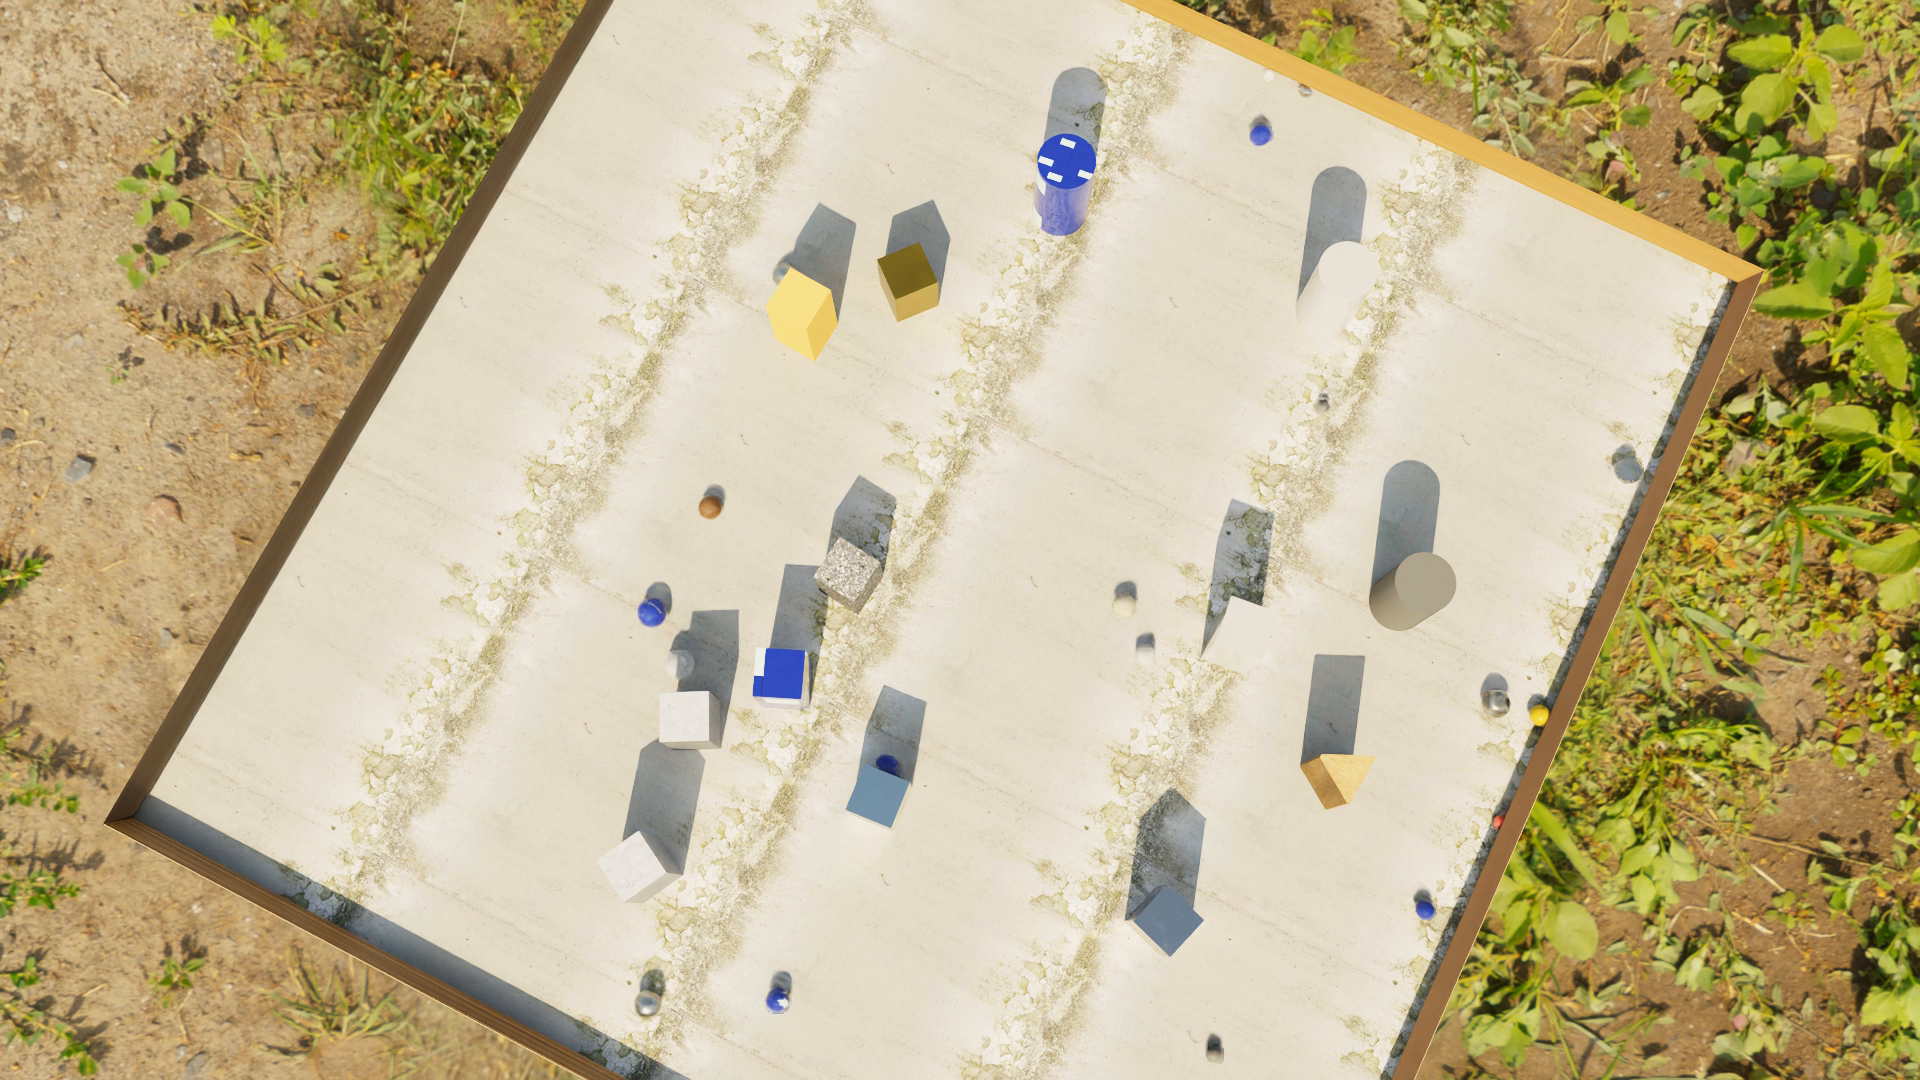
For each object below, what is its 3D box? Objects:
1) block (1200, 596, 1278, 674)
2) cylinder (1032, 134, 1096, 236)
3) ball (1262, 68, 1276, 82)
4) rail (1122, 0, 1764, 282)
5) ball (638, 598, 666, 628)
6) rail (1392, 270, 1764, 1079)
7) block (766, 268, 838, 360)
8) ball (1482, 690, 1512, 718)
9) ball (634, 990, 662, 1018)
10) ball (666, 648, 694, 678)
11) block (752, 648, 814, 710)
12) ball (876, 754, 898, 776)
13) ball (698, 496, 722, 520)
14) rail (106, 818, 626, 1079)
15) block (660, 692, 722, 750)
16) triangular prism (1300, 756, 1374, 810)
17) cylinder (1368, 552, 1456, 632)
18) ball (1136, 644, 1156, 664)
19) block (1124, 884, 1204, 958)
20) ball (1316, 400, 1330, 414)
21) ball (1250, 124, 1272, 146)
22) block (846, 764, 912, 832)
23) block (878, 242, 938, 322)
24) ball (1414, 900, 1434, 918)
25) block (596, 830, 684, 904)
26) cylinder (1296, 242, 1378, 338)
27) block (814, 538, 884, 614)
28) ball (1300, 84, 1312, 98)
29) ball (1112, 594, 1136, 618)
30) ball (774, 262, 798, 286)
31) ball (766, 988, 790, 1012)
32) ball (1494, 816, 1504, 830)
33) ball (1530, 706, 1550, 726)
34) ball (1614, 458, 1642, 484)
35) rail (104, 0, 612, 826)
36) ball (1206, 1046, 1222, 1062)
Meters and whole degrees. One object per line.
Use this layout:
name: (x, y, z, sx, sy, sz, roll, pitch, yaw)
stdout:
block: (0.817, 0.283, 5.380, 0.141, 0.348, 0.141, 20, 79, 4)
cylinder: (0.318, -1.089, 5.645, 0.176, 0.384, 0.176, 0, 78, 0)
ball: (0.994, -1.501, 5.904, 0.042, 0.042, 0.042, 0, 78, 0)
rail: (0.828, -1.615, 5.890, 3.701, 0.115, 0.045, 26, 80, 5)
ball: (-0.929, 0.221, 5.525, 0.088, 0.088, 0.088, 0, 78, 0)
rail: (1.634, 0.806, 5.390, 0.045, 0.115, 3.749, 26, 80, 5)
block: (-0.480, -0.685, 5.594, 0.141, 0.320, 0.141, 30, 80, 6)
ball: (1.602, 0.490, 5.472, 0.084, 0.084, 0.084, 0, 78, 0)
ball: (-0.904, 1.341, 5.299, 0.079, 0.079, 0.079, 0, 78, 0)
ball: (-0.840, 0.369, 5.495, 0.087, 0.087, 0.087, 0, 78, 0)
block: (-0.519, 0.411, 5.386, 0.141, 0.285, 0.141, 4, 78, 1)
ball: (-0.215, 0.671, 5.445, 0.064, 0.064, 0.064, 0, 78, 0)
ball: (-0.764, -0.097, 5.600, 0.072, 0.072, 0.072, 0, 78, 0)
rail: (-0.828, 1.627, 5.221, 3.701, 0.115, 0.045, 26, 80, 5)
block: (-0.788, 0.531, 5.369, 0.141, 0.269, 0.141, -2, 78, 0)
triangular prism: (1.074, 0.674, 5.317, 0.132, 0.313, 0.153, 31, 80, 6)
cylinder: (1.332, 0.156, 5.410, 0.176, 0.341, 0.176, 0, 78, 0)
ball: (0.557, 0.342, 5.515, 0.060, 0.060, 0.060, 0, 78, 0)
block: (0.582, 1.090, 5.247, 0.141, 0.281, 0.141, 43, 82, 8)
ball: (1.126, -0.413, 5.681, 0.040, 0.040, 0.040, 0, 78, 0)
ball: (0.958, -1.292, 5.847, 0.070, 0.070, 0.070, 0, 78, 0)
block: (-0.234, 0.753, 5.335, 0.141, 0.245, 0.141, 22, 79, 4)
block: (-0.160, -0.796, 5.671, 0.141, 0.215, 0.141, -23, 79, -5)
ball: (1.360, 1.081, 5.365, 0.055, 0.055, 0.055, 0, 78, 0)
block: (-0.915, 0.941, 5.258, 0.141, 0.321, 0.141, -35, 80, -7)
cylinder: (1.143, -0.757, 5.579, 0.176, 0.379, 0.176, 0, 78, 0)
block: (-0.331, 0.110, 5.474, 0.141, 0.234, 0.141, 32, 80, 6)
ball: (1.112, -1.444, 5.893, 0.041, 0.041, 0.041, 0, 78, 0)
ball: (0.497, 0.199, 5.538, 0.073, 0.073, 0.073, 0, 78, 0)
ball: (-0.545, -0.827, 5.745, 0.083, 0.083, 0.083, 0, 78, 0)
ball: (-0.528, 1.331, 5.307, 0.067, 0.067, 0.067, 0, 78, 0)
ball: (1.599, 0.836, 5.423, 0.041, 0.041, 0.041, 0, 78, 0)
ball: (1.733, 0.525, 5.476, 0.061, 0.061, 0.061, 0, 78, 0)
ball: (2.048, -0.211, 5.619, 0.079, 0.079, 0.079, 0, 78, 0)
rail: (-1.634, -0.794, 5.721, 0.045, 0.115, 3.749, 26, 80, 5)
ball: (0.732, 1.483, 5.285, 0.049, 0.049, 0.049, 0, 78, 0)
